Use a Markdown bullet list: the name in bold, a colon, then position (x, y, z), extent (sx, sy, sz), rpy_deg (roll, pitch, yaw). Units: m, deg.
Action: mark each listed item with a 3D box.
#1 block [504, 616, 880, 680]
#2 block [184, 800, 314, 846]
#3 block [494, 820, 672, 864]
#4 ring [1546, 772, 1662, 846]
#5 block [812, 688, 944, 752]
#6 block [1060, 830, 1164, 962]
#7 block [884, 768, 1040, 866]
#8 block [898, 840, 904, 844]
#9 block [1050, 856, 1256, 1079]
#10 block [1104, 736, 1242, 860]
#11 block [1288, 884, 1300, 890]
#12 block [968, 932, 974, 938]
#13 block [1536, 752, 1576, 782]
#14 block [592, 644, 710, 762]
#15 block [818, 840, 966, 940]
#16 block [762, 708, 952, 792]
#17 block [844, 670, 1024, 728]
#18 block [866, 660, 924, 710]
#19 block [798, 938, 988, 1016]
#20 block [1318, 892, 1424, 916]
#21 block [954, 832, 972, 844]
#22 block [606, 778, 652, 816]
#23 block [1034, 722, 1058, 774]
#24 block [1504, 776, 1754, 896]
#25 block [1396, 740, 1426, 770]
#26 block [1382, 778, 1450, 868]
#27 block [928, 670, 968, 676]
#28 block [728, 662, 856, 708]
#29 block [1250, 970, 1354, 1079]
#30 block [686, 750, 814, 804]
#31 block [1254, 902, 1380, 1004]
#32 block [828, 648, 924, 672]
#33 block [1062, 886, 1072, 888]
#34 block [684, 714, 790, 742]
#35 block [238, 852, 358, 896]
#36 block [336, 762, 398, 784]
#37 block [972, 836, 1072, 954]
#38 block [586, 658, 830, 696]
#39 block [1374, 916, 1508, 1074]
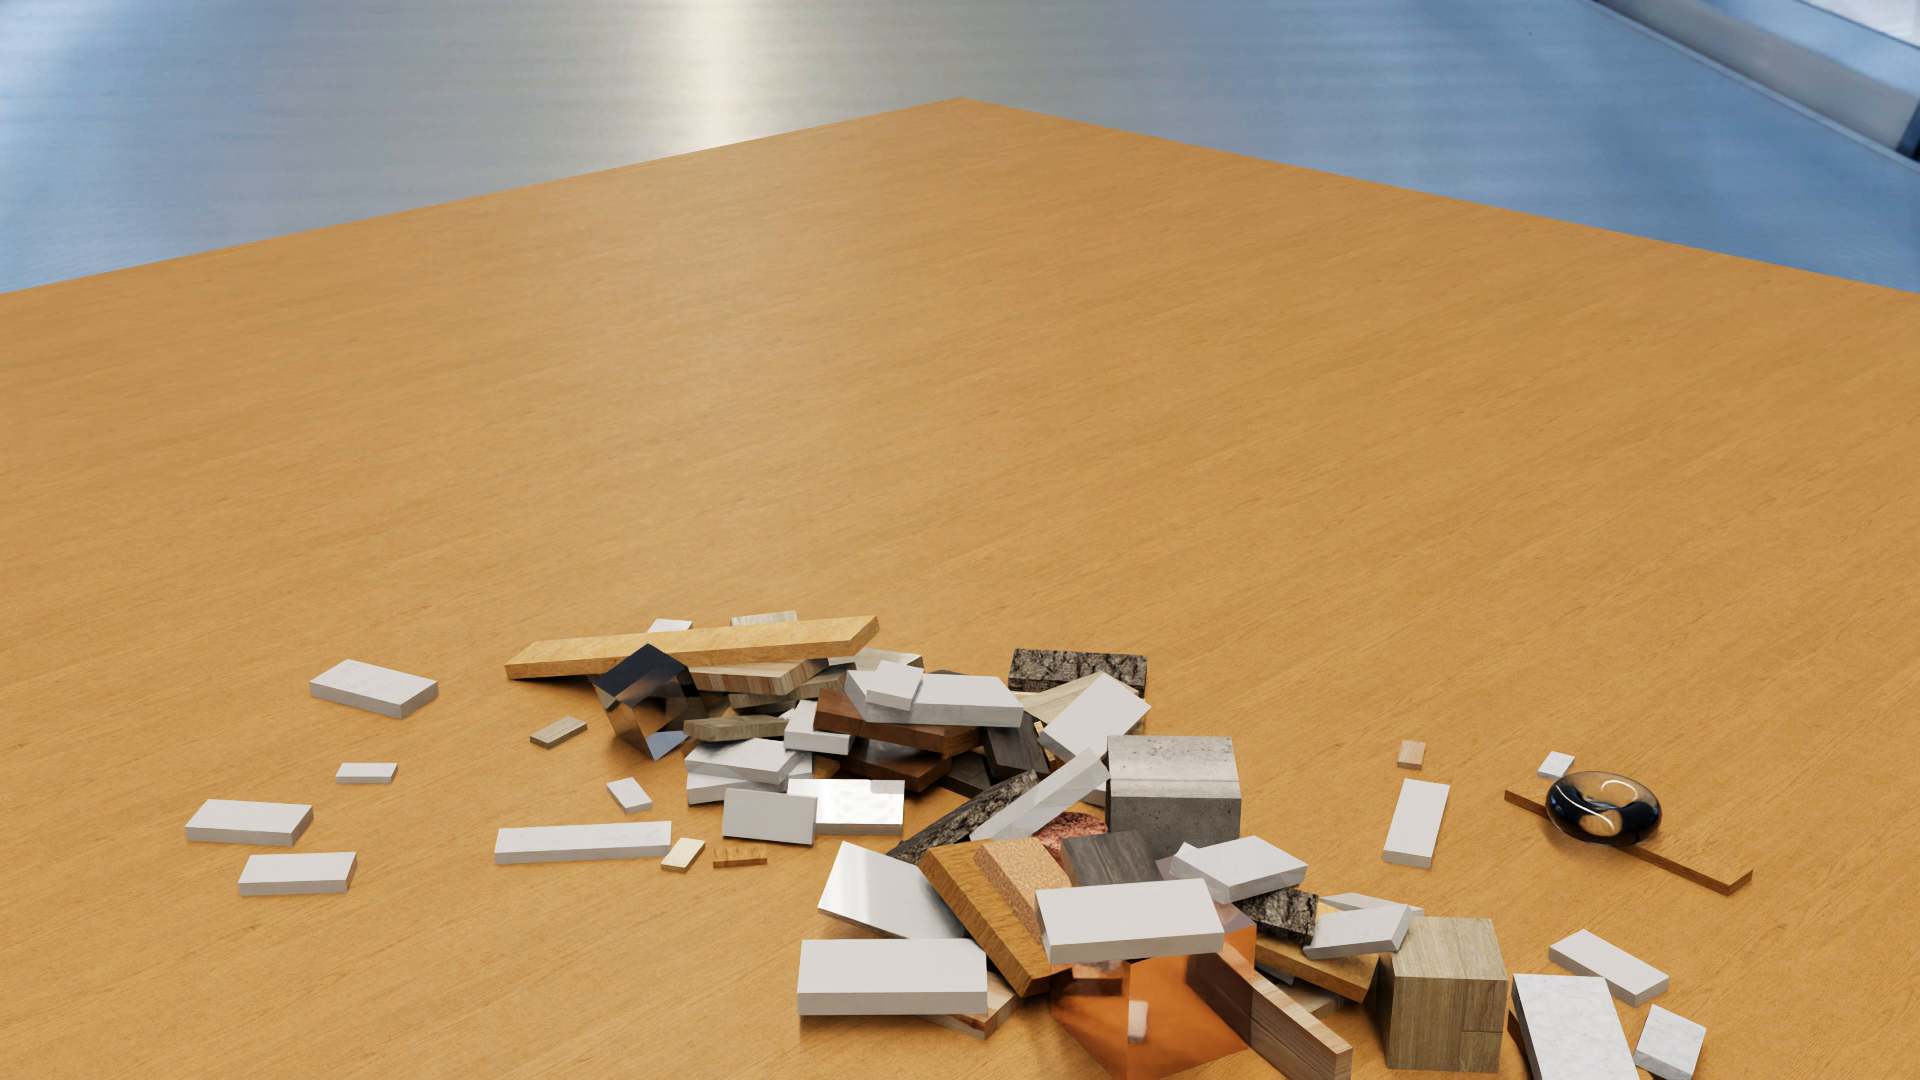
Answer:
- **block**: position (-0.604, 0.239, 4.853), extent (0.912, 0.036, 0.128), rpy_deg (-5, 20, 27)
- **block**: position (-1.418, 0.564, 4.391), extent (0.219, 0.031, 0.109), rpy_deg (3, 23, 6)
- **block**: position (-0.739, 0.595, 4.326), extent (0.339, 0.026, 0.092), rpy_deg (-2, 23, -5)
- **ring**: position (1.273, 0.531, 4.352), extent (0.225, 0.075, 0.225), rpy_deg (1, 23, 0)
- **block**: position (-0.165, 0.370, 4.529), extent (0.265, 0.038, 0.133), rpy_deg (12, 16, -3)
- **block**: position (0.270, 0.587, 3.657), extent (0.140, 0.040, 0.280), rpy_deg (-5, 29, -11)
- **block**: position (-0.028, 0.563, 4.254), extent (0.447, 0.038, 0.134), rpy_deg (-26, -2, -46)
- **block**: position (-0.074, 0.614, 4.295), extent (0.105, 0.015, 0.053), rpy_deg (7, 24, 16)
- **block**: position (0.323, 0.729, 3.727), extent (0.247, 0.247, 0.247), rpy_deg (-12, 26, -26)
- **block**: position (0.401, 0.536, 4.192), extent (0.239, 0.239, 0.239), rpy_deg (1, 23, 2)
- **block**: position (0.500, 0.619, 3.845), extent (0.184, 0.026, 0.092), rpy_deg (12, 43, 0)
- **block**: position (0.147, 0.720, 4.021), extent (0.241, 0.034, 0.121), rpy_deg (8, 24, 17)
- **block**: position (1.252, 0.476, 4.620), extent (0.050, 0.014, 0.100), rpy_deg (13, 26, 28)
- **block**: position (-0.659, 0.345, 4.699), extent (0.152, 0.152, 0.152), rpy_deg (-37, 39, -26)
- **block**: position (-0.111, 0.655, 3.996), extent (0.266, 0.038, 0.133), rpy_deg (18, 63, 6)
- **block**: position (-0.223, 0.439, 4.614), extent (0.422, 0.033, 0.117), rpy_deg (13, 26, 33)
- **block**: position (-0.055, 0.330, 4.576), extent (0.340, 0.046, 0.162), rpy_deg (4, 18, -21)
- **block**: position (-0.133, 0.297, 4.512), extent (0.092, 0.026, 0.184), rpy_deg (12, 17, 4)
- **block**: position (-0.116, 0.758, 3.819), extent (0.323, 0.046, 0.162), rpy_deg (0, 23, -1)
- **block**: position (0.755, 0.680, 4.041), extent (0.089, 0.025, 0.177), rpy_deg (-1, 3, -37)
- **block**: position (0.023, 0.625, 4.194), extent (0.134, 0.038, 0.267), rpy_deg (11, 19, 24)
- **block**: position (-0.677, 0.524, 4.504), extent (0.058, 0.016, 0.115), rpy_deg (-12, 26, -26)
- **block**: position (0.180, 0.437, 4.616), extent (0.015, 0.051, 0.103), rpy_deg (-17, 50, -6)
- **block**: position (1.317, 0.581, 4.358), extent (0.089, 0.025, 0.501), rpy_deg (-20, 30, -39)
- **block**: position (0.958, 0.456, 4.667), extent (0.050, 0.014, 0.100), rpy_deg (7, 24, 15)
- **block**: position (0.914, 0.564, 4.397), extent (0.092, 0.026, 0.298), rpy_deg (7, 24, 17)
- **block**: position (-0.055, 0.330, 4.862), extent (0.117, 0.033, 0.234), rpy_deg (10, 11, 31)
- **block**: position (-0.356, 0.311, 4.703), extent (0.258, 0.031, 0.109), rpy_deg (-9, 14, 22)
- **block**: position (0.552, 0.831, 3.647), extent (0.034, 0.121, 0.254), rpy_deg (-13, 26, -28)
- **block**: position (-0.429, 0.477, 4.522), extent (0.256, 0.036, 0.128), rpy_deg (-8, 25, 0)
- **block**: position (0.577, 0.684, 3.842), extent (0.311, 0.041, 0.143), rpy_deg (21, 43, 10)
- **block**: position (-0.244, 0.290, 4.960), extent (0.298, 0.042, 0.149), rpy_deg (5, 22, 37)
- **block**: position (0.221, 0.602, 3.693), extent (0.101, 0.014, 0.050), rpy_deg (1, 23, 2)
- **block**: position (-0.463, 0.391, 4.580), extent (0.202, 0.029, 0.101), rpy_deg (-1, 6, -39)
- **block**: position (-1.268, 0.640, 4.216), extent (0.202, 0.029, 0.101), rpy_deg (-1, 23, -3)
- **block**: position (-1.238, 0.487, 4.592), extent (0.115, 0.016, 0.058), rpy_deg (0, 23, 0)
- **block**: position (0.157, 0.649, 3.935), extent (0.140, 0.040, 0.280), rpy_deg (0, 38, -44)
- **block**: position (-0.565, 0.276, 4.839), extent (0.613, 0.042, 0.149), rpy_deg (0, 23, 39)
- **block**: position (0.811, 0.766, 3.720), extent (0.184, 0.184, 0.184), rpy_deg (1, 23, 3)
